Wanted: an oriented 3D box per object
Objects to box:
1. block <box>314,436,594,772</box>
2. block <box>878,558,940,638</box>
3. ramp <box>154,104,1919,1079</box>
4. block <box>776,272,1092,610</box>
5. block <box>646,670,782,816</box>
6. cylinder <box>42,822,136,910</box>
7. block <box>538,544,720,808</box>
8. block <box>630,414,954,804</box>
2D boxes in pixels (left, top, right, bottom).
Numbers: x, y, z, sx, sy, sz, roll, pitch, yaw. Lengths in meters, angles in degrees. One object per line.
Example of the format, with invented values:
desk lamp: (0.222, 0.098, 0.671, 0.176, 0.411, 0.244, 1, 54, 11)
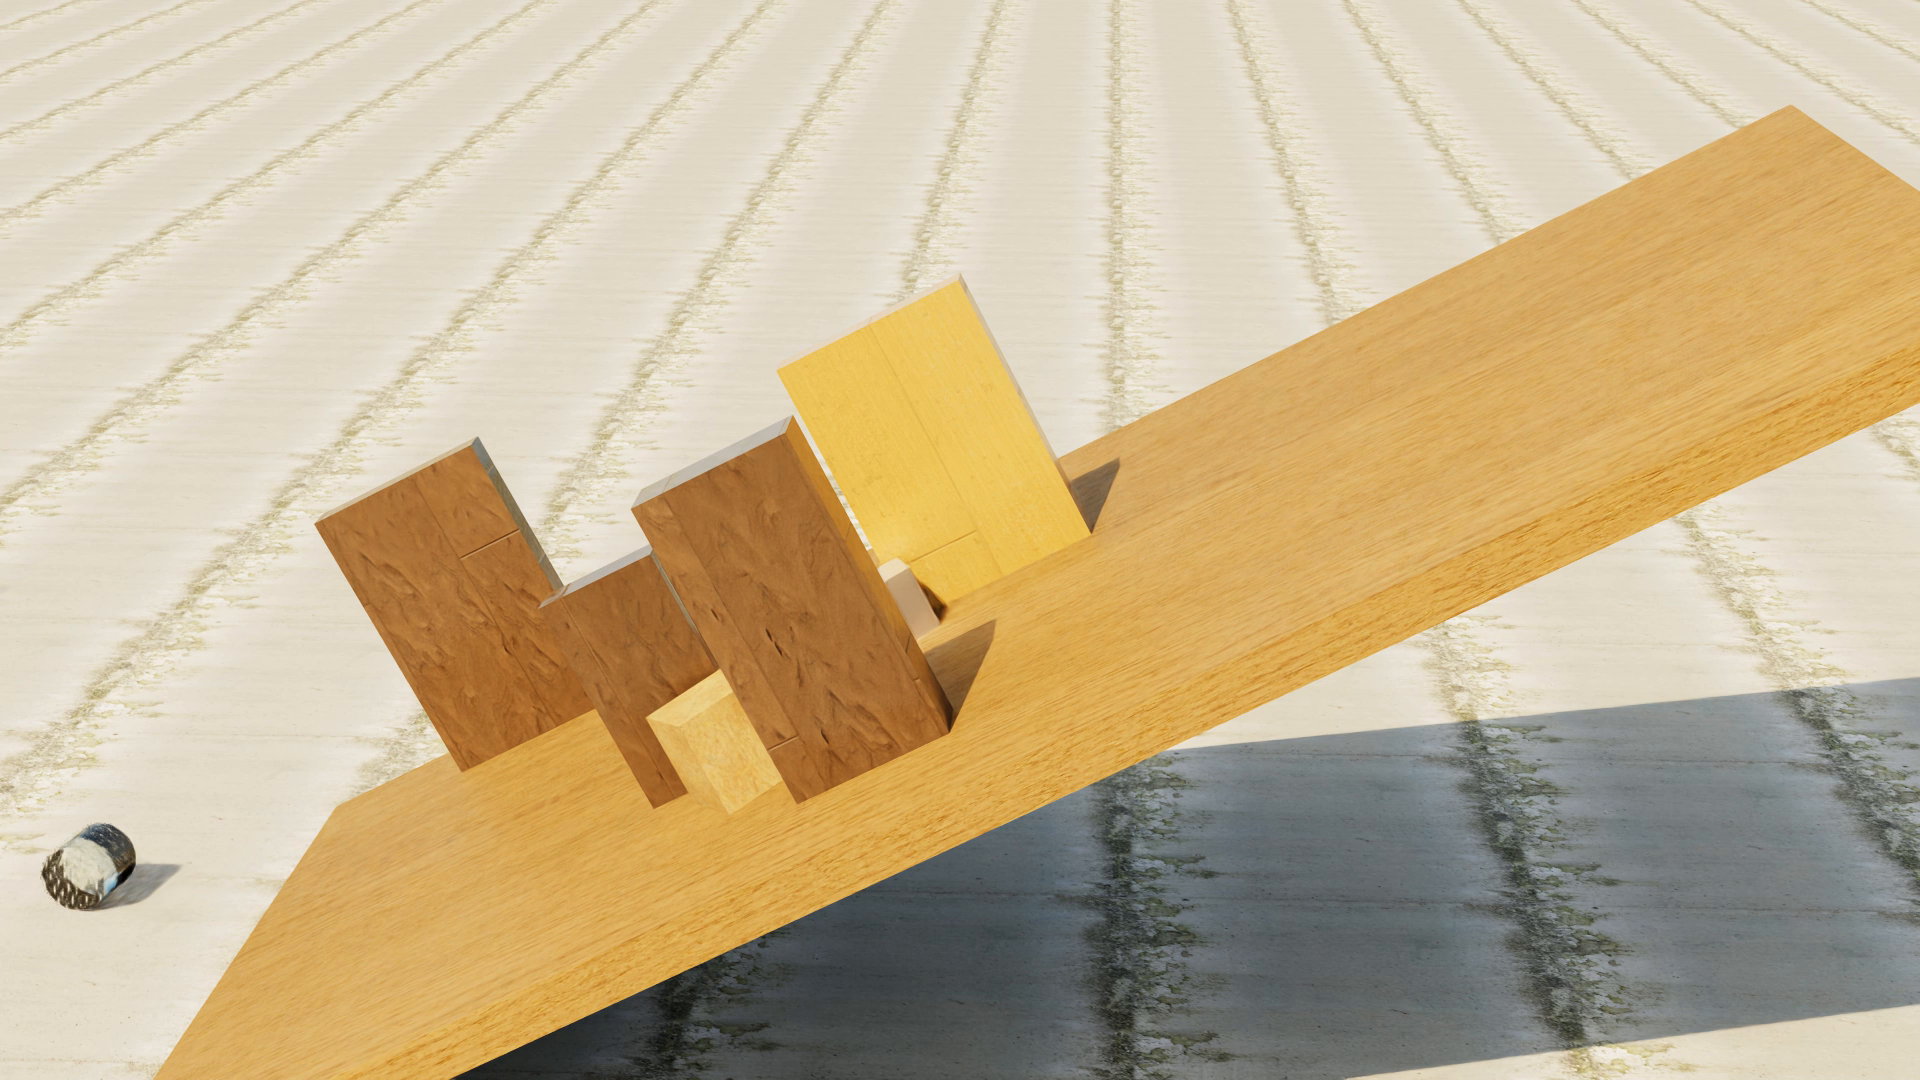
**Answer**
block: (-1.195, 0.162, 7.169, 0.441, 0.715, 0.085, -26, 14, 10)
block: (-0.154, 0.146, 6.408, 0.146, 0.146, 0.146, -30, 14, -7)
ramp: (0.140, 0.168, 6.281, 4.000, 0.100, 2.000, -26, 14, 10)
block: (-0.053, -0.201, 6.438, 0.444, 0.635, 0.084, -26, 14, 10)
block: (-0.467, 0.401, 5.956, 0.210, 0.210, 0.210, -33, 15, -20)
cylinder: (-2.137, 0.802, 7.223, 0.164, 0.164, 0.164, 3, 17, 11)
block: (-0.633, 0.282, 6.115, 0.264, 0.492, 0.098, -26, 14, 10)
block: (-0.317, 0.137, 5.658, 0.333, 0.667, 0.137, -26, 14, 10)
